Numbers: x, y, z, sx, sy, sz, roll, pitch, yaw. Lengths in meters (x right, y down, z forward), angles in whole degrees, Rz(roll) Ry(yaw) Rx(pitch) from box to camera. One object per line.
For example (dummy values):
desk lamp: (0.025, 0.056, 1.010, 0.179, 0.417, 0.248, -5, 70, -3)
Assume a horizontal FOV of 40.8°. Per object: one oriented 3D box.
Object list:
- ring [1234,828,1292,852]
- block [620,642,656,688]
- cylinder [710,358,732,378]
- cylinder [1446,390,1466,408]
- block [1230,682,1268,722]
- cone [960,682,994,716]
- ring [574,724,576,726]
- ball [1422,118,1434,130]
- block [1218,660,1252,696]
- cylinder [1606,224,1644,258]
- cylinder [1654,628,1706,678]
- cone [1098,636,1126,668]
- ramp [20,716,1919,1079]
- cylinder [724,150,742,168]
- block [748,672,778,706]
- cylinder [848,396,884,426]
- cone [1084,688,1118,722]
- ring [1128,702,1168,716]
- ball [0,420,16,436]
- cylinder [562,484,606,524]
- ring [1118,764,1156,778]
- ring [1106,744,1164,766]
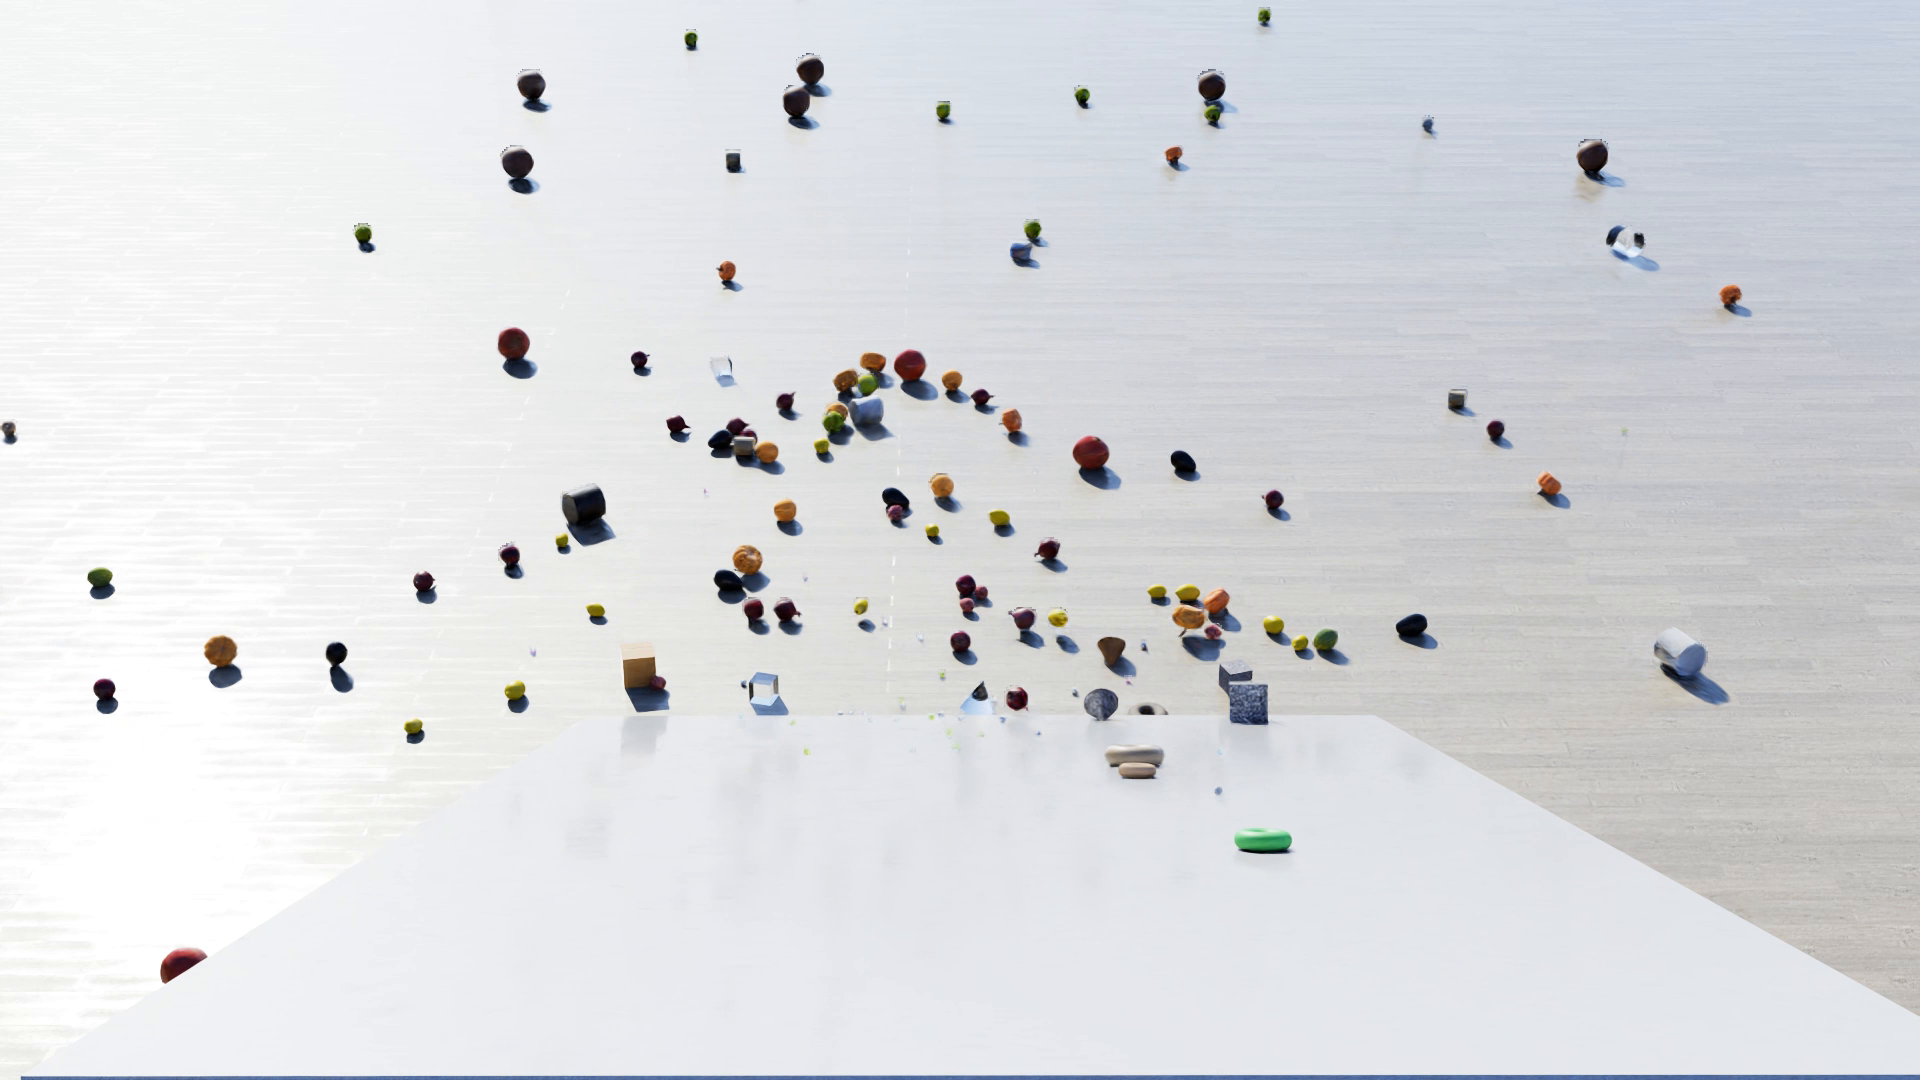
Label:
ring: (0.489, 0.484, 4.167, 0.094, 0.031, 0.094, 1, 0, 0)
block: (-0.862, 0.334, 6.909, 0.087, 0.087, 0.087, -5, 27, -11)
cylinder: (-0.813, -0.589, 8.799, 0.059, 0.059, 0.059, -10, 28, -19)
cylinder: (1.648, -0.469, 8.563, 0.052, 0.052, 0.052, -4, 22, 30)
block: (0.717, 0.403, 6.418, 0.094, 0.094, 0.094, 0, 1, 7)
cone: (0.053, 0.404, 6.751, 0.089, 0.089, 0.089, 8, 30, -4)
ring: (-0.969, 0.496, 6.650, 0.081, 0.027, 0.081, 1, 26, -1)
ball: (2.045, -1.821, 11.291, 0.051, 0.051, 0.051, 0, 26, 0)
block: (0.733, 0.366, 6.868, 0.066, 0.066, 0.066, -9, 28, -18)
cylinder: (2.546, -1.144, 9.872, 0.100, 0.100, 0.100, -15, 33, -28)
cylinder: (1.941, 0.303, 6.957, 0.098, 0.098, 0.098, -11, 31, -22)
cone: (0.412, 0.317, 7.002, 0.079, 0.079, 0.079, 1, 53, 3)
ramp: (0.060, 0.541, 4.577, 2.000, 0.100, 4.000, 0, 1, 0)
cylinder: (-0.952, -1.600, 10.832, 0.063, 0.063, 0.063, -8, 27, -3)
block: (-0.518, 0.393, 6.819, 0.061, 0.061, 0.061, 8, 27, 15)
cylinder: (-0.307, -0.424, 8.437, 0.085, 0.085, 0.085, -14, 30, -25)
cone: (0.355, 0.430, 6.436, 0.088, 0.088, 0.088, -1, 30, -2)
ring: (0.489, 0.458, 6.719, 0.106, 0.035, 0.106, -1, 27, 0)
ball: (-3.080, -0.363, 8.353, 0.051, 0.051, 0.051, 0, 26, 0)
cylinder: (-1.135, -0.106, 7.782, 0.099, 0.099, 0.099, -19, 32, -33)
ring: (0.356, 0.464, 5.194, 0.077, 0.026, 0.077, 1, 1, 0)
ring: (0.367, 0.451, 5.411, 0.126, 0.042, 0.126, 1, 0, 0)
